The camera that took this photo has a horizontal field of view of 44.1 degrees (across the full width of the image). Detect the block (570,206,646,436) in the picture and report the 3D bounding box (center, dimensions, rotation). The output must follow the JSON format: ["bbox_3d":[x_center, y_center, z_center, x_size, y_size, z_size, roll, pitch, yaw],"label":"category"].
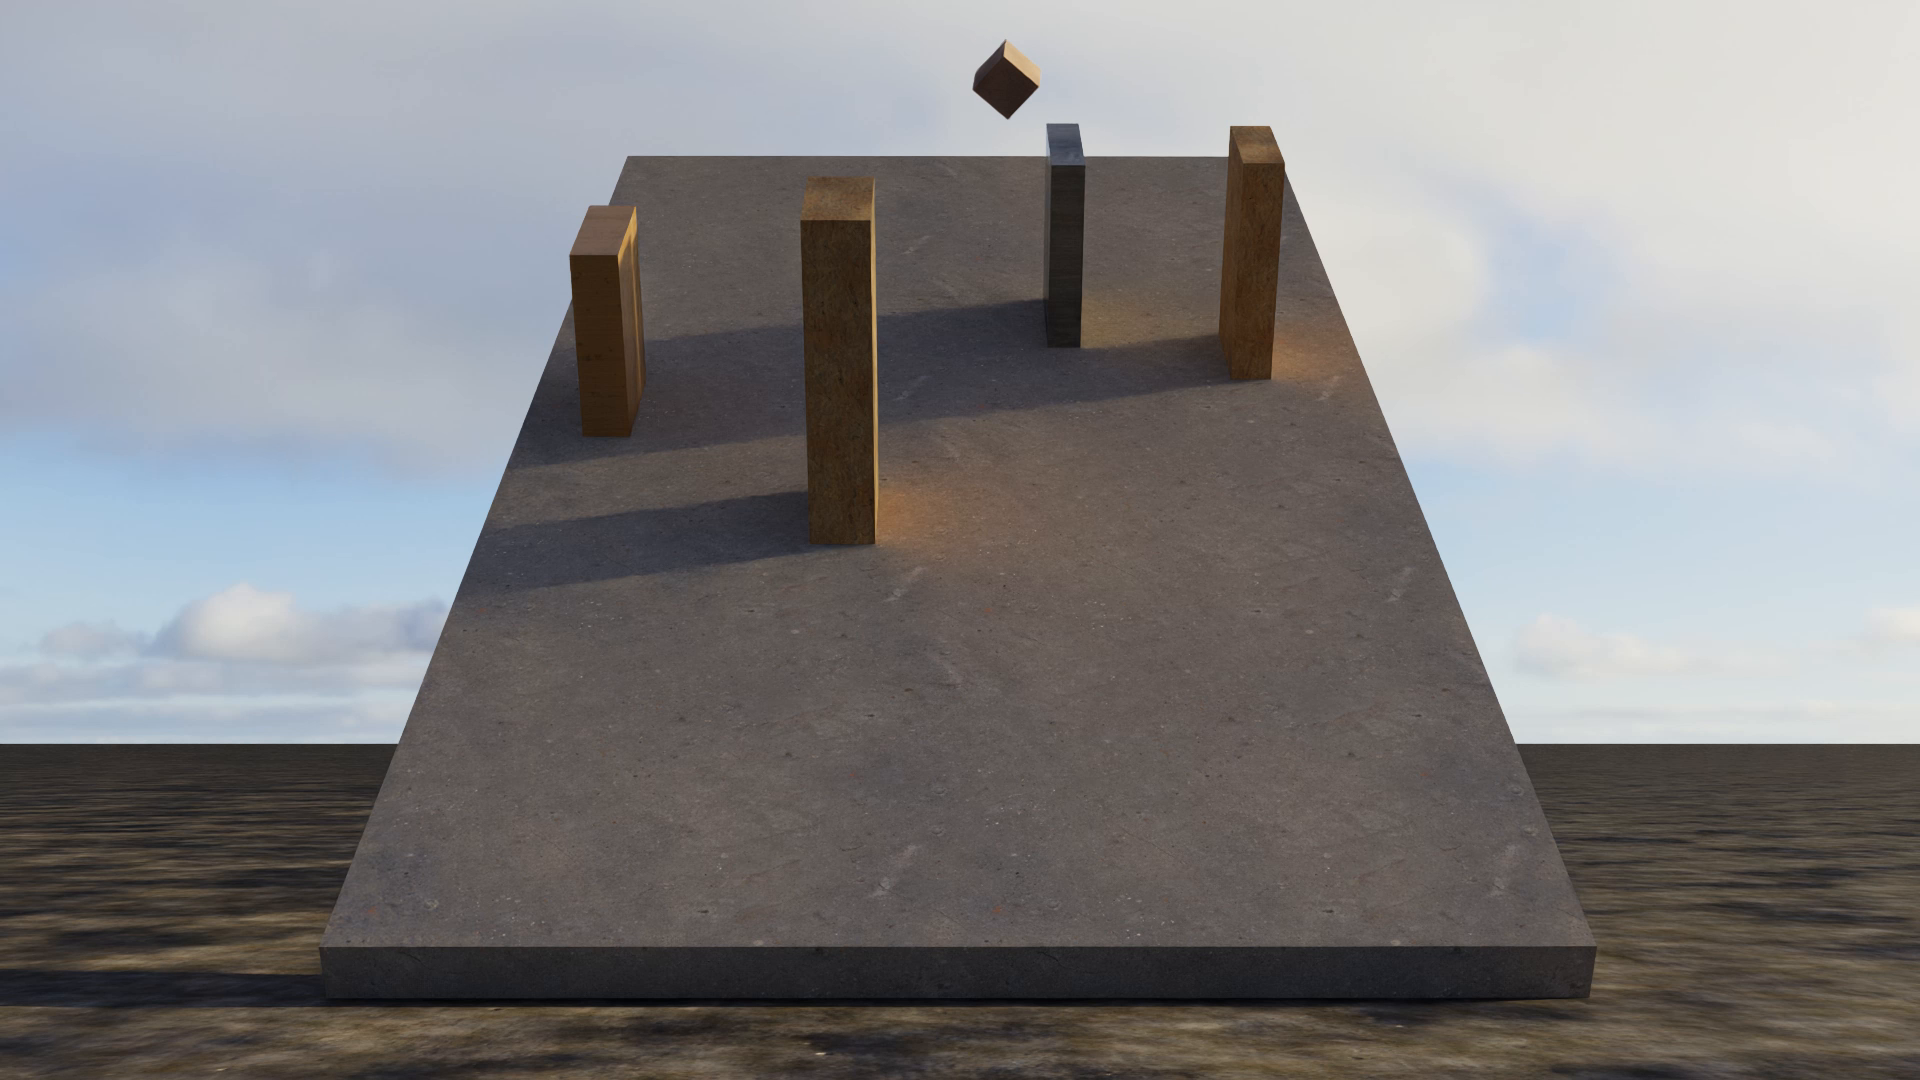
[{"bbox_3d":[-0.808,-0.507,5.466,0.107,0.439,0.333,0,27,0],"label":"block"}]

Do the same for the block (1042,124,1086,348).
[{"bbox_3d":[0.259,-0.766,5.946,0.081,0.471,0.339,0,27,0],"label":"block"}]

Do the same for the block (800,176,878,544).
[{"bbox_3d":[-0.244,-0.368,4.900,0.137,0.708,0.267,0,27,0],"label":"block"}]

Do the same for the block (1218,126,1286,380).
[{"bbox_3d":[0.703,-0.696,5.734,0.097,0.541,0.292,0,27,0],"label":"block"}]

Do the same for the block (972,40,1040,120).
[{"bbox_3d":[0.134,-1.311,6.750,0.134,0.134,0.134,38,-63,-18],"label":"block"}]

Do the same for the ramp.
[{"bbox_3d":[-0.011,-0.227,5.514,2.000,0.100,4.000,0,27,0],"label":"ramp"}]
